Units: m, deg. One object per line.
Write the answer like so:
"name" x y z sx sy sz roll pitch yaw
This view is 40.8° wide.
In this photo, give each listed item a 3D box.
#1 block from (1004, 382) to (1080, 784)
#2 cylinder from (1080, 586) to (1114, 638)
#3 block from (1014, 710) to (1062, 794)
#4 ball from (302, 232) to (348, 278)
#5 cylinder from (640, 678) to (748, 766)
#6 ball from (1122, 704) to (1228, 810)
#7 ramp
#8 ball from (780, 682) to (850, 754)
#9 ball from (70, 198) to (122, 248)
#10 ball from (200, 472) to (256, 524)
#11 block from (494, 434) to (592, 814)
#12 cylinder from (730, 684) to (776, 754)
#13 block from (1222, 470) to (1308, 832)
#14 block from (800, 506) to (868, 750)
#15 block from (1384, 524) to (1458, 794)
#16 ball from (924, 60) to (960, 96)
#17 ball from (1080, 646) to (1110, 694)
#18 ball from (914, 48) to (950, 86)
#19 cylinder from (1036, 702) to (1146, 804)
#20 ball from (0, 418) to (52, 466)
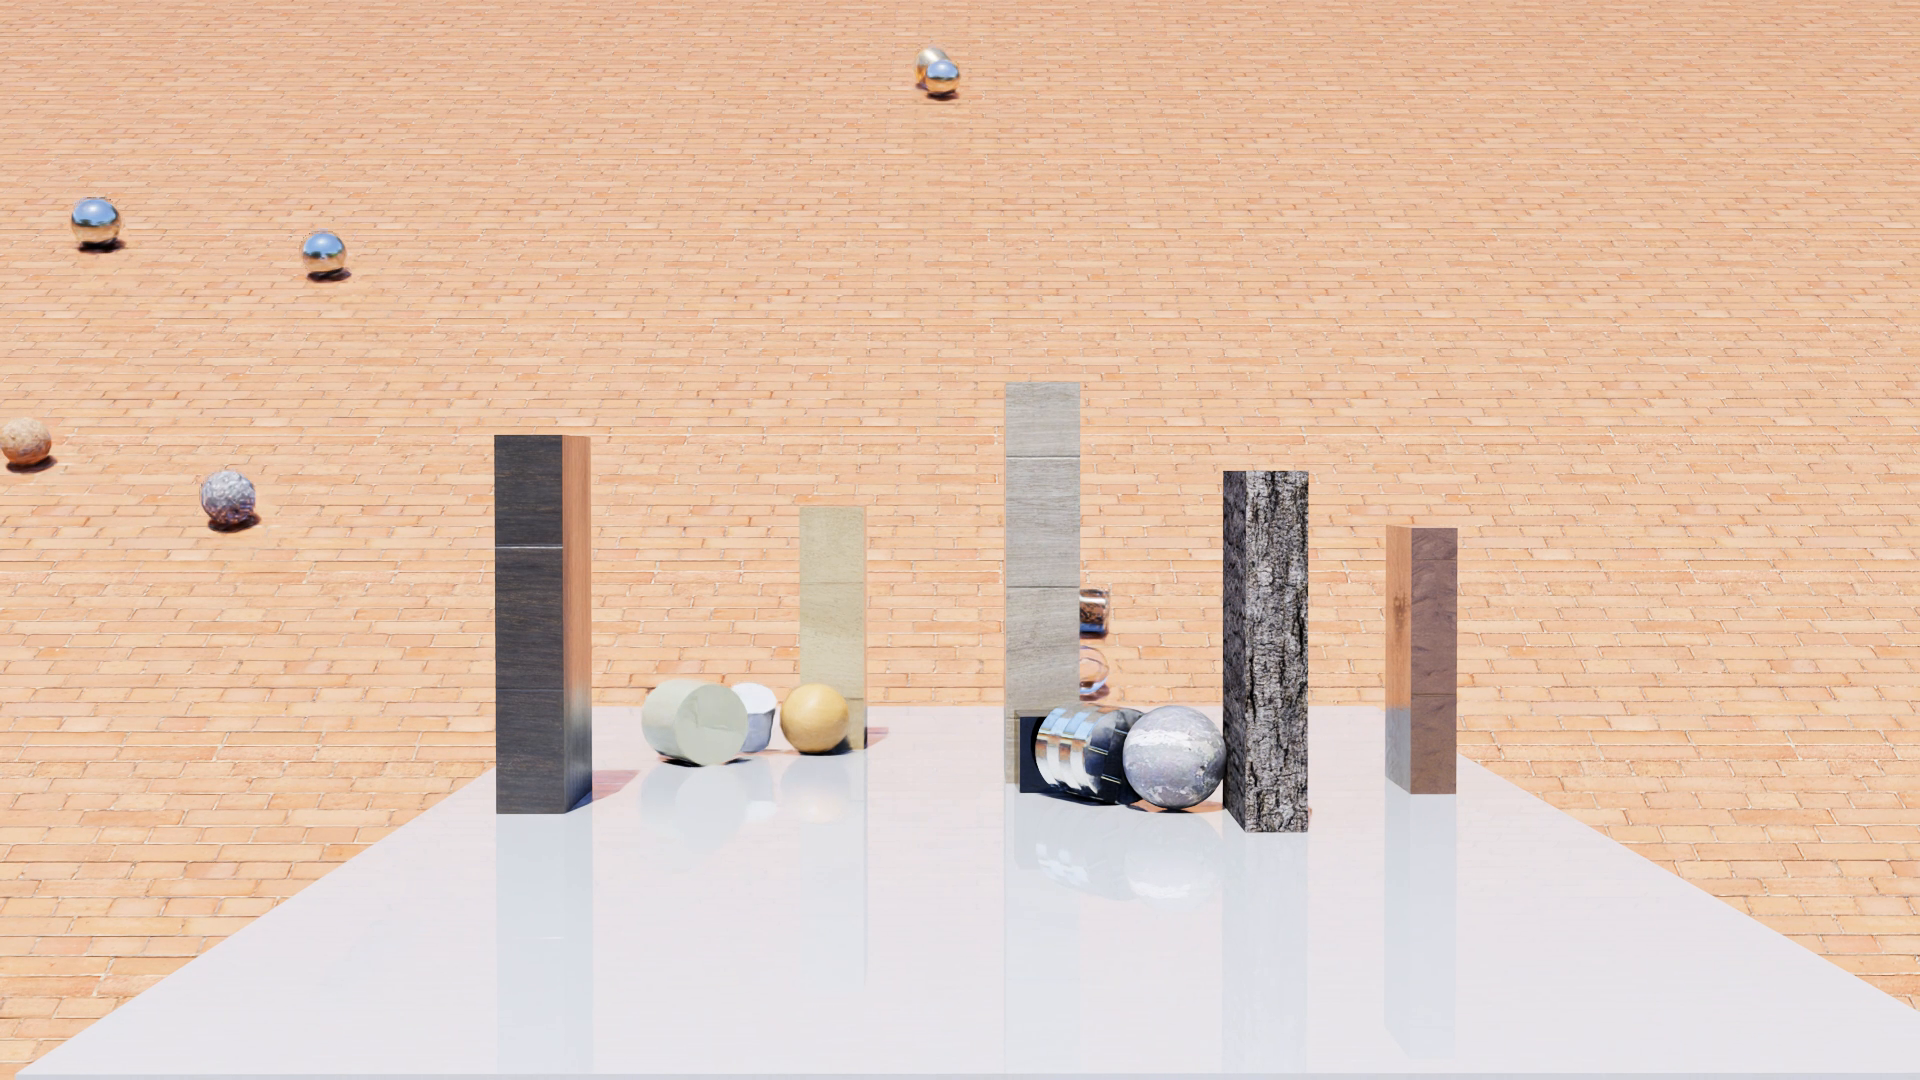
"block" 0.159 0.079 5.051 0.142 0.768 0.247 0 2 0
"cylinder" 0.346 0.194 7.116 0.117 0.117 0.117 20 30 11
"block" 0.178 0.397 4.862 0.143 0.143 0.143 0 2 -3
"ball" -2.392 -1.074 9.706 0.169 0.169 0.169 0 26 0
"cylinder" -0.547 0.374 5.310 0.166 0.166 0.166 -16 9 -30
"ball" 0.379 0.384 4.560 0.185 0.185 0.185 0 26 0
"ramp" 0.058 0.527 4.564 2.000 0.100 4.000 0 2 0
"ball" -0.307 0.377 5.460 0.151 0.151 0.151 0 26 0
"ball" -3.352 -1.229 10.004 0.191 0.191 0.191 0 26 0
"ball" -2.194 -0.126 7.736 0.160 0.160 0.160 0 26 0
"block" -0.751 0.143 4.667 0.119 0.662 0.349 0 2 0
"cylinder" -0.448 0.377 5.463 0.106 0.106 0.106 8 33 -5
"block" 0.523 0.180 4.443 0.103 0.599 0.371 0 2 0
"block" -0.276 0.187 5.654 0.137 0.521 0.247 0 2 0
"block" 0.876 0.220 4.906 0.085 0.493 0.284 0 2 0
"ball" -0.080 -2.136 11.923 0.169 0.169 0.169 0 26 0
"ball" 0.330 0.342 6.799 0.125 0.125 0.125 0 26 0
"ball" -0.130 -2.212 12.071 0.179 0.179 0.179 0 26 0
"cylinder" 0.256 0.386 4.697 0.174 0.174 0.174 -15 7 -28
"ball" -2.944 -0.310 8.126 0.154 0.154 0.154 0 26 0
